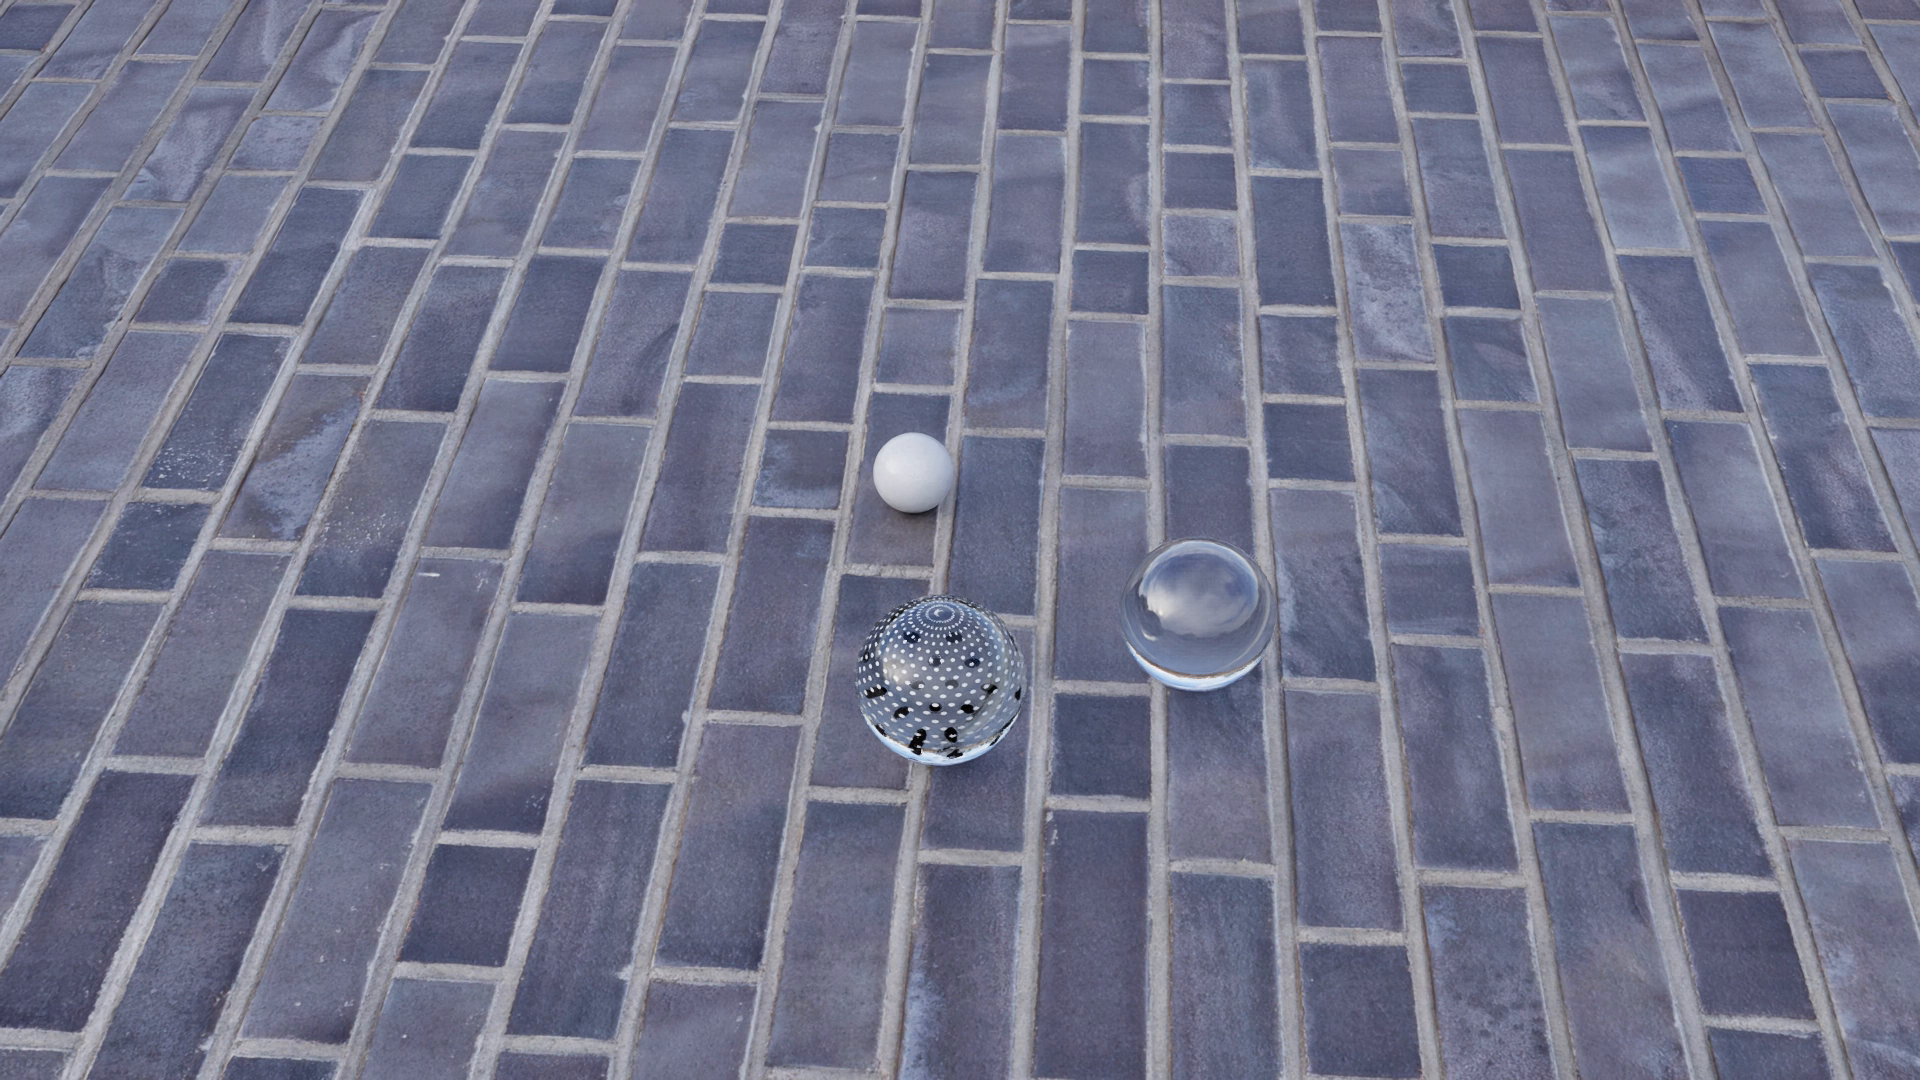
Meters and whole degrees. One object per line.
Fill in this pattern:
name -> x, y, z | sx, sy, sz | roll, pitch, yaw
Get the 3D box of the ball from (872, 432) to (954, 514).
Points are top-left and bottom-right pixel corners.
ball -> -0.029, -0.043, 1.625 | 0.051, 0.051, 0.051 | 0, 37, 0

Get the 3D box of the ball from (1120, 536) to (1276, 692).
ball -> 0.137, 0.043, 1.478 | 0.090, 0.090, 0.090 | 0, 37, 0

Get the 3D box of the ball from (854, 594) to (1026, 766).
ball -> -0.011, 0.078, 1.426 | 0.095, 0.095, 0.095 | 0, 37, 0
